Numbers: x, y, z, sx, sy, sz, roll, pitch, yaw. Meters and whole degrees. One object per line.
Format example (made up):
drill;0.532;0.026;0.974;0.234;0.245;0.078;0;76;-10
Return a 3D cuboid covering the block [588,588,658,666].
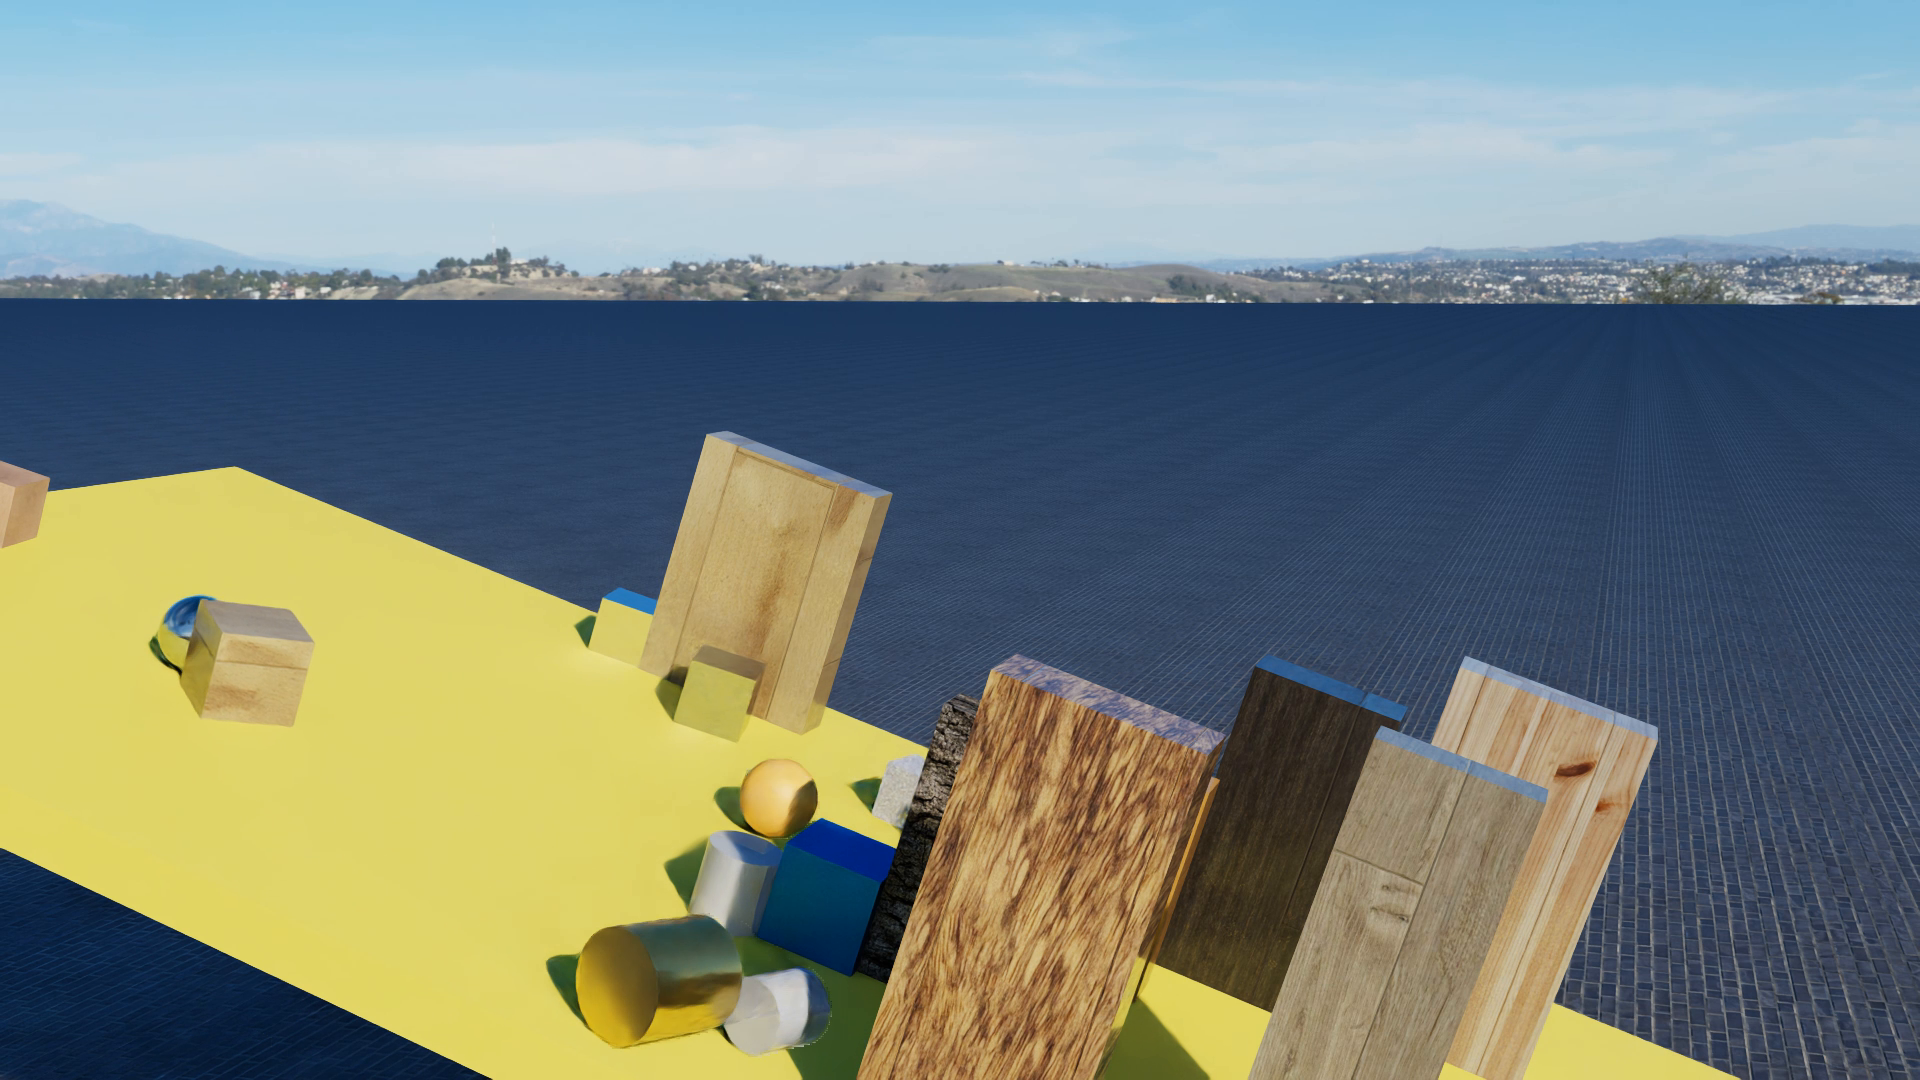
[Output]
block;-0.772;0.203;5.135;0.129;0.129;0.129;19;12;5

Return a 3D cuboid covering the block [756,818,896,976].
block;-0.220;0.628;3.885;0.181;0.181;0.181;21;12;13

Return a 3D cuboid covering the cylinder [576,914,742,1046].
cylinder;-0.459;0.669;3.354;0.178;0.178;0.178;5;2;38

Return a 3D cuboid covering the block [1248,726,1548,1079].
block;0.617;0.697;3.305;0.258;0.793;0.092;21;12;14

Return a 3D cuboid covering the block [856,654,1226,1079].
block;0.099;0.580;3.182;0.325;0.751;0.139;21;12;14

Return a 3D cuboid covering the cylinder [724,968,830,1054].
cylinder;-0.288;0.735;3.441;0.118;0.118;0.118;5;1;36

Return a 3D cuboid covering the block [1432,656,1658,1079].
block;1.031;0.646;4.271;0.382;0.743;0.130;21;12;14

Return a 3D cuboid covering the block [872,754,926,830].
block;-0.090;0.538;4.632;0.122;0.122;0.122;23;13;24

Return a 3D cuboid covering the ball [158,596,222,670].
ball;-1.453;0.180;4.198;0.148;0.148;0.148;0;7;0

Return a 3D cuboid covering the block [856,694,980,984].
block;0.069;0.568;3.786;0.347;0.507;0.104;21;12;14

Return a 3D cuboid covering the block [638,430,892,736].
block;-0.447;0.095;5.018;0.424;0.574;0.118;21;12;14

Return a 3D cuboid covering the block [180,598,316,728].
block;-1.329;0.229;4.097;0.171;0.171;0.171;9;15;-35

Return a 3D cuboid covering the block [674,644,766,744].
block;-0.528;0.337;4.843;0.147;0.147;0.147;18;12;1

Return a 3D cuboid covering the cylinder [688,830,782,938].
cylinder;-0.392;0.602;3.857;0.138;0.138;0.138;17;12;-4

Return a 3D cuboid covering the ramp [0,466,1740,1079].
ramp;-0.352;0.662;4.223;4.000;0.100;2.000;21;12;14

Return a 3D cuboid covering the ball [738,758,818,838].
ball;-0.356;0.505;4.311;0.155;0.155;0.155;0;7;0

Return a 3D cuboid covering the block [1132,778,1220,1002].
block;0.263;0.599;4.124;0.312;0.428;0.113;21;12;14

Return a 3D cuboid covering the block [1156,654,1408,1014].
block;0.617;0.574;4.269;0.289;0.629;0.145;21;12;14

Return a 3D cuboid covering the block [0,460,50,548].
block;-2.010;-0.078;4.588;0.134;0.134;0.134;19;12;4
